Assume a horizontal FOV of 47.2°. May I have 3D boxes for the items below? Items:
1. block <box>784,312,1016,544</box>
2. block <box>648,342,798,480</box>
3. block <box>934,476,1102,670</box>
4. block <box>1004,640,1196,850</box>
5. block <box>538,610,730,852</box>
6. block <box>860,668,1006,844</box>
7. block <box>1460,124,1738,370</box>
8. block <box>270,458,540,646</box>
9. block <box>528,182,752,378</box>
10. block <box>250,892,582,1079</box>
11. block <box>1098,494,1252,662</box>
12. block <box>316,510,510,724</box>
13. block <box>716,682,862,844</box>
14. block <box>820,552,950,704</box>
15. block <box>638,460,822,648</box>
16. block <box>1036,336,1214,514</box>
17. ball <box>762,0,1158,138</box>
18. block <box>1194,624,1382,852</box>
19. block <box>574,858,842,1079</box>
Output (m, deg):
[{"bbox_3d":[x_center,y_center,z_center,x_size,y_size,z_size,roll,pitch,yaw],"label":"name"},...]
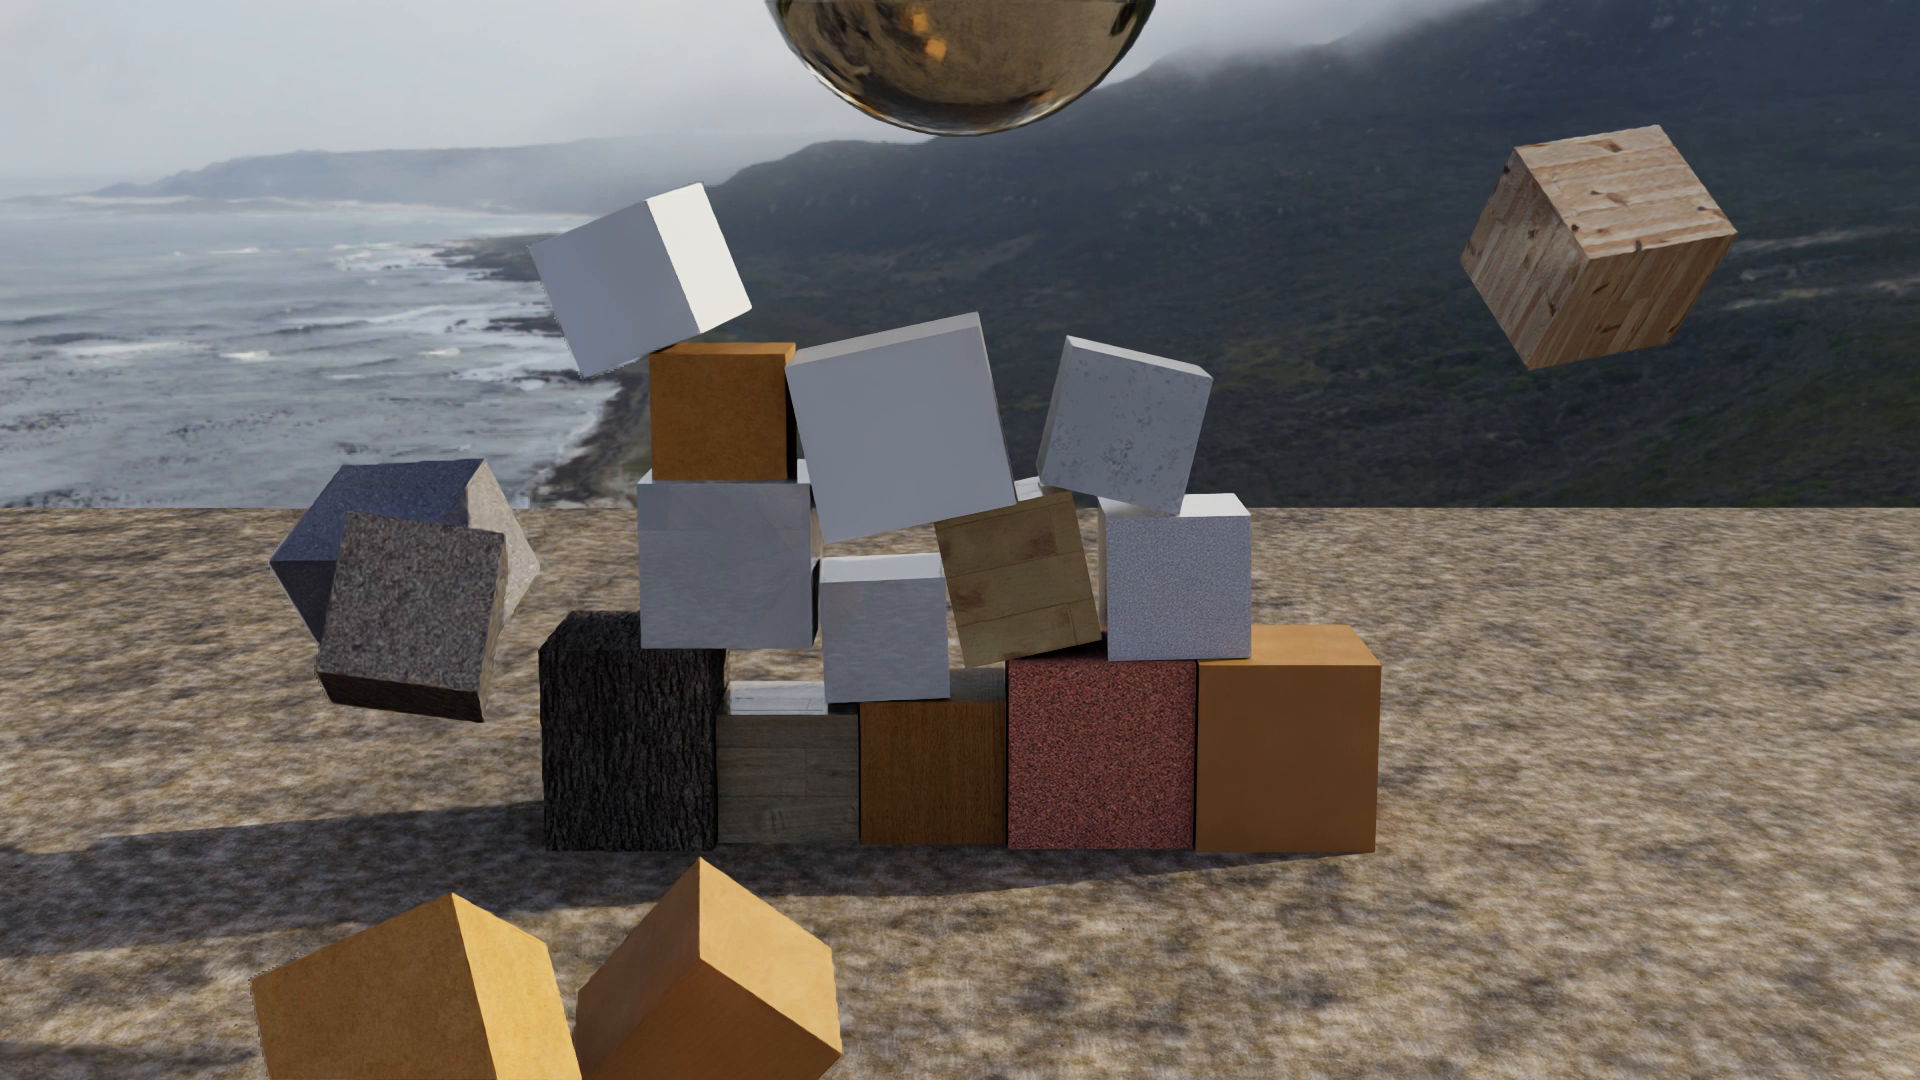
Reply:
[{"bbox_3d":[-0.284,-0.585,11.129,0.963,0.893,0.895,-12,10,2],"label":"block"},{"bbox_3d":[-1.181,-0.658,11.074,0.664,0.619,0.640,0,10,0],"label":"block"},{"bbox_3d":[0.277,0.143,11.218,0.698,0.773,0.657,-12,10,0],"label":"block"},{"bbox_3d":[0.705,1.007,11.372,0.927,0.950,0.854,0,10,0],"label":"block"},{"bbox_3d":[-1.653,0.967,11.358,0.842,1.033,0.918,0,10,0],"label":"block"},{"bbox_3d":[-0.134,1.108,11.399,0.729,0.741,0.731,0,10,0],"label":"block"},{"bbox_3d":[2.774,-1.281,9.627,0.749,0.705,0.666,-12,57,-19],"label":"block"},{"bbox_3d":[-2.873,0.128,11.459,0.908,0.748,0.776,-2,40,23],"label":"block"},{"bbox_3d":[-1.588,-1.307,11.011,0.686,0.689,0.686,-18,10,20],"label":"block"},{"bbox_3d":[-1.591,1.584,6.593,0.663,0.703,0.671,-24,-27,4],"label":"block"},{"bbox_3d":[1.083,0.180,11.211,0.712,0.720,0.682,-1,10,0],"label":"block"},{"bbox_3d":[-2.350,0.345,9.519,0.659,0.701,0.650,8,-17,-7],"label":"block"},{"bbox_3d":[-0.865,1.142,11.400,0.713,0.674,0.688,0,10,0],"label":"block"},{"bbox_3d":[-0.384,0.440,11.258,0.624,0.614,0.674,-3,10,-1],"label":"block"},{"bbox_3d":[-1.149,0.055,11.183,0.841,0.822,0.854,0,10,0],"label":"block"},{"bbox_3d":[0.815,-0.591,11.095,0.704,0.691,0.684,13,10,-2],"label":"block"},{"bbox_3d":[0.000,-2.321,8.229,1.600,1.600,1.600,0,10,0],"label":"ball"},{"bbox_3d":[1.625,1.006,11.348,0.896,0.960,0.912,0,10,0],"label":"block"},{"bbox_3d":[-0.878,1.661,7.583,0.605,0.687,0.679,38,12,-18],"label":"block"}]
